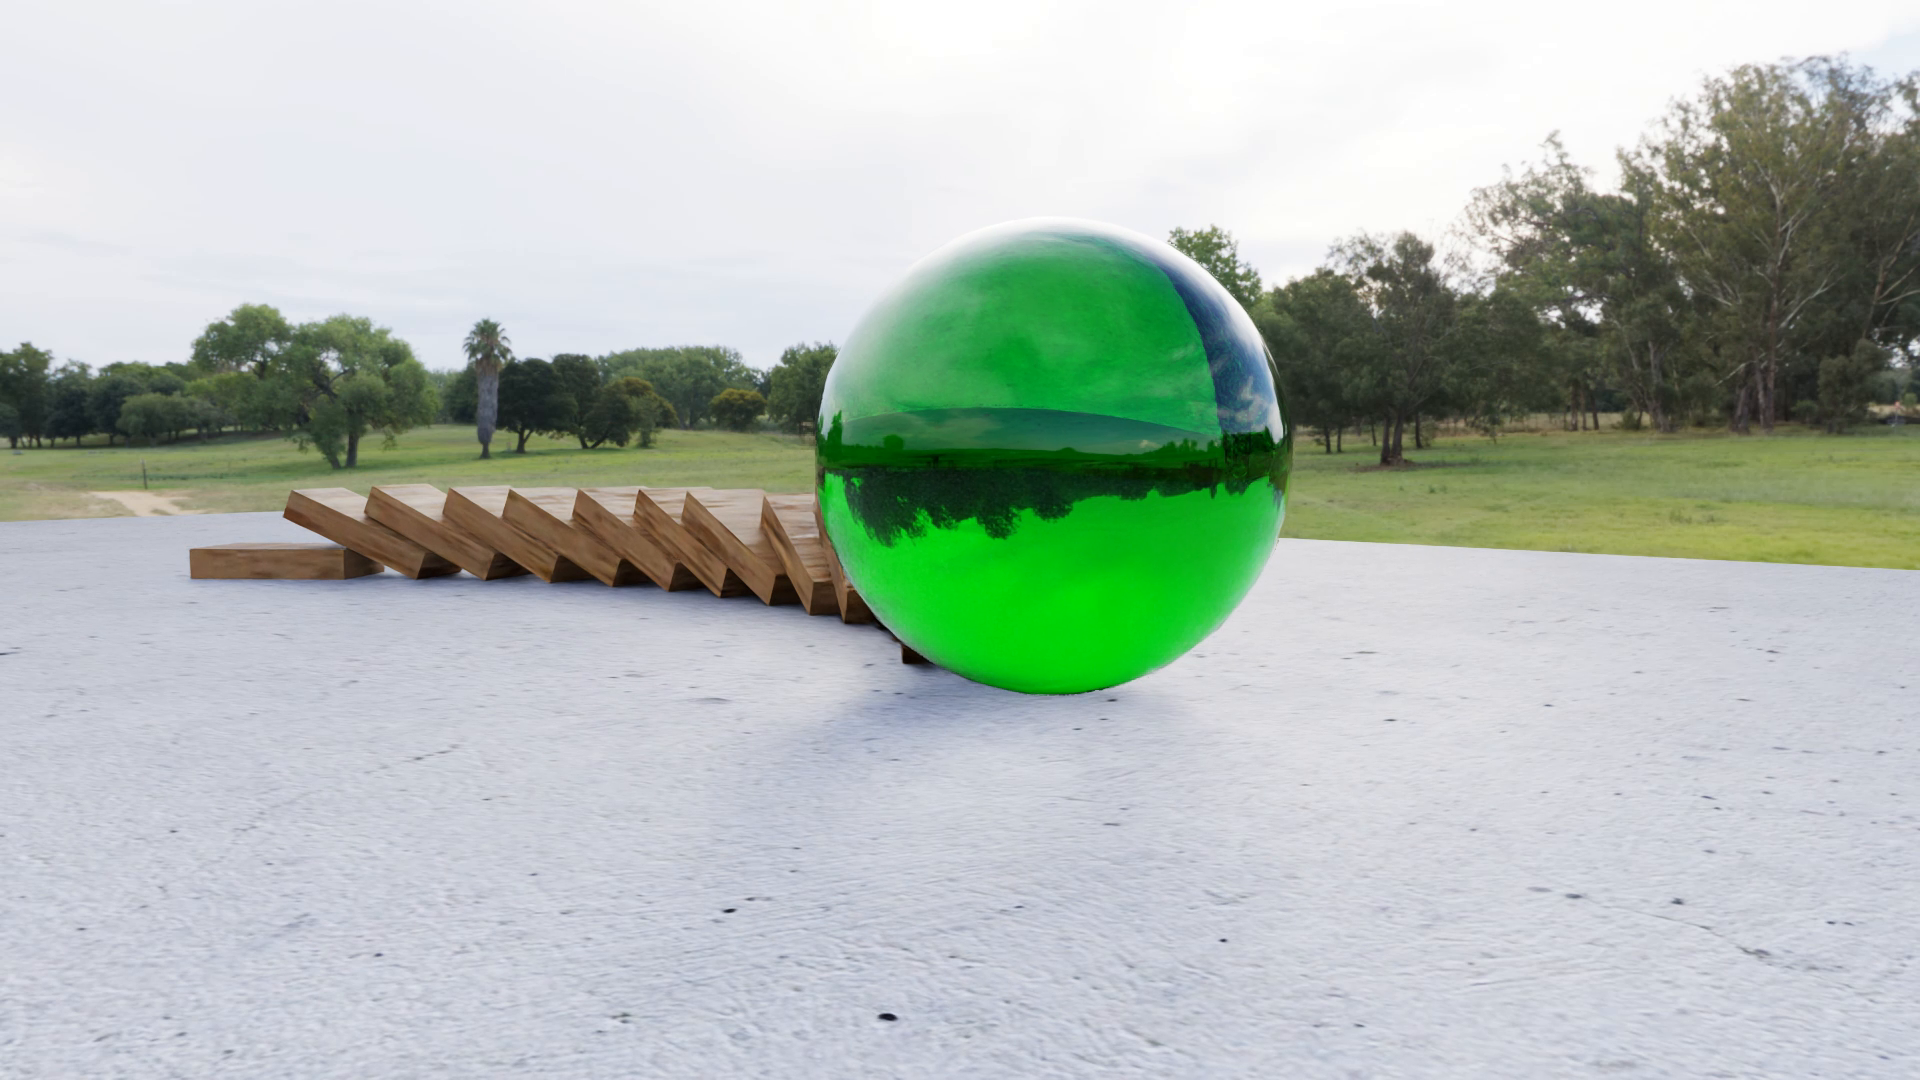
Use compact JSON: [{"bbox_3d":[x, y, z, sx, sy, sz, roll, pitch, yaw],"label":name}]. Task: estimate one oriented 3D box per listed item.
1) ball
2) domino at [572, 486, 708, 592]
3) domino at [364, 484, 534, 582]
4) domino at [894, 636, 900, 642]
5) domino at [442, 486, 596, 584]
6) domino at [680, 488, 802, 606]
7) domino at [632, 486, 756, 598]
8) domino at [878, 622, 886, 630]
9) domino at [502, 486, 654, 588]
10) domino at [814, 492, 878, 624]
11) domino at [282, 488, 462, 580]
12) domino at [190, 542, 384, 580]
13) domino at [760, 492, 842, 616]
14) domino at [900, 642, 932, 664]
[{"bbox_3d":[0.015,-0.014,0.218,0.080,0.080,0.080,0,4,0],"label":"ball"},{"bbox_3d":[-0.093,-0.001,0.390,0.050,0.010,0.025,32,22,32],"label":"domino"},{"bbox_3d":[-0.164,-0.003,0.415,0.050,0.009,0.025,26,11,14],"label":"domino"},{"bbox_3d":[-0.004,0.000,0.292,0.025,0.009,0.050,-1,47,-7],"label":"domino"},{"bbox_3d":[-0.138,-0.003,0.411,0.050,0.009,0.025,28,16,23],"label":"domino"},{"bbox_3d":[-0.055,0.001,0.360,0.025,0.010,0.050,-4,30,-41],"label":"domino"},{"bbox_3d":[-0.072,0.000,0.376,0.025,0.009,0.050,-4,30,-44],"label":"domino"},{"bbox_3d":[-0.007,-0.001,0.306,0.025,0.010,0.050,1,46,-6],"label":"domino"},{"bbox_3d":[-0.116,-0.002,0.401,0.050,0.009,0.025,28,17,24],"label":"domino"},{"bbox_3d":[-0.021,0.002,0.323,0.025,0.009,0.050,-1,33,-16],"label":"domino"},{"bbox_3d":[-0.189,-0.003,0.416,0.050,0.010,0.025,23,8,8],"label":"domino"},{"bbox_3d":[-0.217,0.007,0.416,0.050,0.010,0.025,0,4,3],"label":"domino"},{"bbox_3d":[-0.034,0.003,0.341,0.025,0.009,0.050,-2,28,-24],"label":"domino"},{"bbox_3d":[-0.001,0.002,0.264,0.025,0.010,0.050,-1,47,-7],"label":"domino"}]
